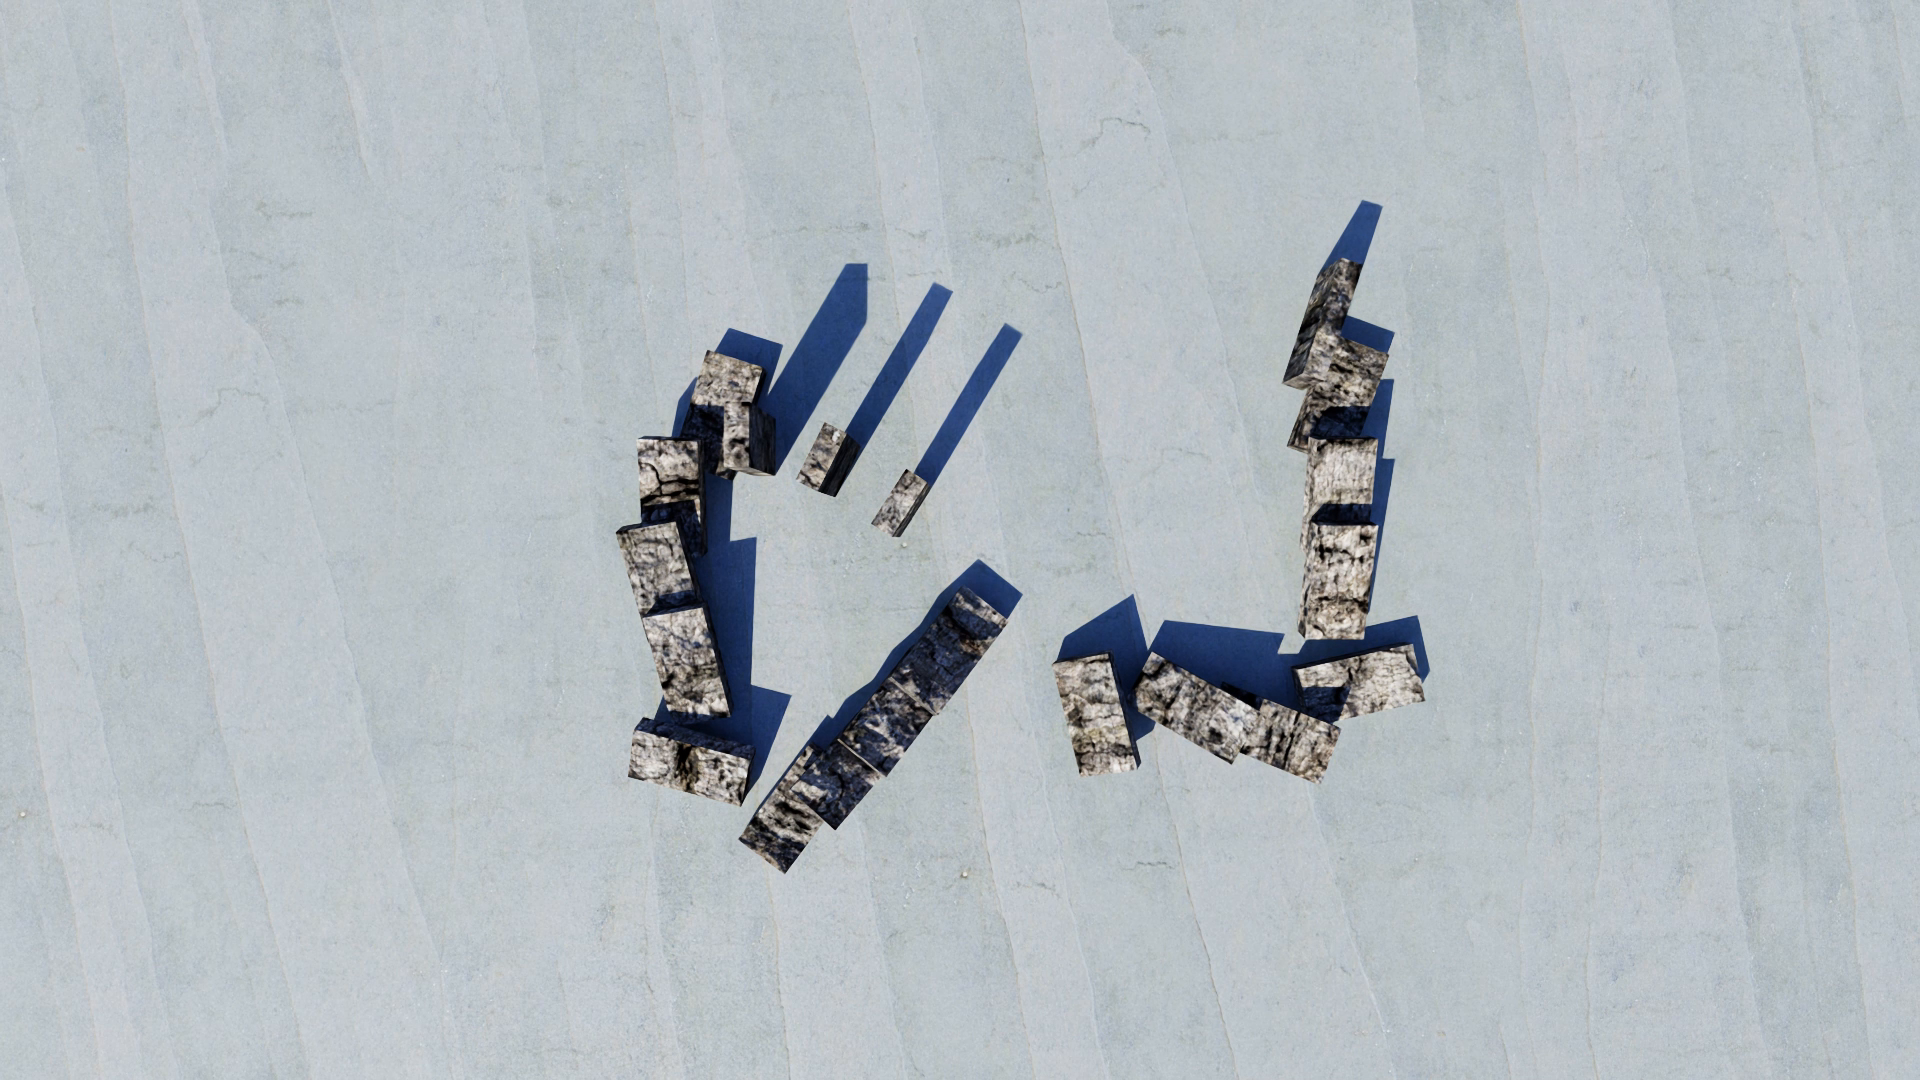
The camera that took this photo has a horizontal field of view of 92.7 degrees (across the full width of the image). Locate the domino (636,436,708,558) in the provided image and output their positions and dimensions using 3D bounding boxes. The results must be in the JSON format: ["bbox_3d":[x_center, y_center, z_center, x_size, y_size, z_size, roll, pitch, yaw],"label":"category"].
[{"bbox_3d":[-0.122,-0.018,0.389,0.025,0.009,0.050,2,106,0],"label":"domino"}]

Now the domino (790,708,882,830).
[{"bbox_3d":[-0.045,0.094,0.388,0.025,0.009,0.050,42,71,0],"label":"domino"}]

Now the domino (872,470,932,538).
[{"bbox_3d":[-0.023,-0.014,0.375,0.010,0.050,0.025,33,90,0],"label":"domino"}]

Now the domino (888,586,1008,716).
[{"bbox_3d":[-0.005,0.047,0.388,0.025,0.009,0.050,39,72,0],"label":"domino"}]

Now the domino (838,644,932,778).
[{"bbox_3d":[-0.026,0.072,0.387,0.025,0.010,0.050,39,71,-1],"label":"domino"}]

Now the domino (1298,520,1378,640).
[{"bbox_3d":[0.160,0.017,0.389,0.025,0.010,0.050,0,106,0],"label":"domino"}]

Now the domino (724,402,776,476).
[{"bbox_3d":[-0.085,-0.040,0.375,0.009,0.050,0.025,0,90,0],"label":"domino"}]

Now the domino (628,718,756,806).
[{"bbox_3d":[-0.114,0.095,0.391,0.050,0.010,0.025,15,113,0],"label":"domino"}]

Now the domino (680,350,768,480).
[{"bbox_3d":[-0.103,-0.054,0.395,0.025,0.009,0.050,18,90,0],"label":"domino"}]

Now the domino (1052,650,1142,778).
[{"bbox_3d":[0.058,0.074,0.391,0.025,0.010,0.050,-14,90,23],"label":"domino"}]

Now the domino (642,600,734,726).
[{"bbox_3d":[-0.115,0.053,0.389,0.025,0.010,0.050,-10,105,0],"label":"domino"}]

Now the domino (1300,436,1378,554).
[{"bbox_3d":[0.161,-0.019,0.389,0.025,0.010,0.050,-1,105,0],"label":"domino"}]

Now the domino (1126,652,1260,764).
[{"bbox_3d":[0.098,0.071,0.389,0.050,0.010,0.025,29,93,14],"label":"domino"}]

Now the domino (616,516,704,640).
[{"bbox_3d":[-0.125,0.017,0.388,0.025,0.010,0.050,-10,107,0],"label":"domino"}]

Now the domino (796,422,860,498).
[{"bbox_3d":[-0.053,-0.032,0.375,0.009,0.050,0.025,27,90,0],"label":"domino"}]

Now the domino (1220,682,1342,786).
[{"bbox_3d":[0.132,0.082,0.389,0.050,0.009,0.025,21,90,15],"label":"domino"}]

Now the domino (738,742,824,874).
[{"bbox_3d":[-0.070,0.115,0.395,0.025,0.010,0.050,37,90,0],"label":"domino"}]

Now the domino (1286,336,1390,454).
[{"bbox_3d":[0.163,-0.060,0.395,0.025,0.009,0.050,20,90,0],"label":"domino"}]

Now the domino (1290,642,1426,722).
[{"bbox_3d":[0.171,0.062,0.395,0.050,0.009,0.025,-13,90,0],"label":"domino"}]

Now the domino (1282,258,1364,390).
[{"bbox_3d":[0.153,-0.090,0.388,0.010,0.025,0.050,18,90,0],"label":"domino"}]
